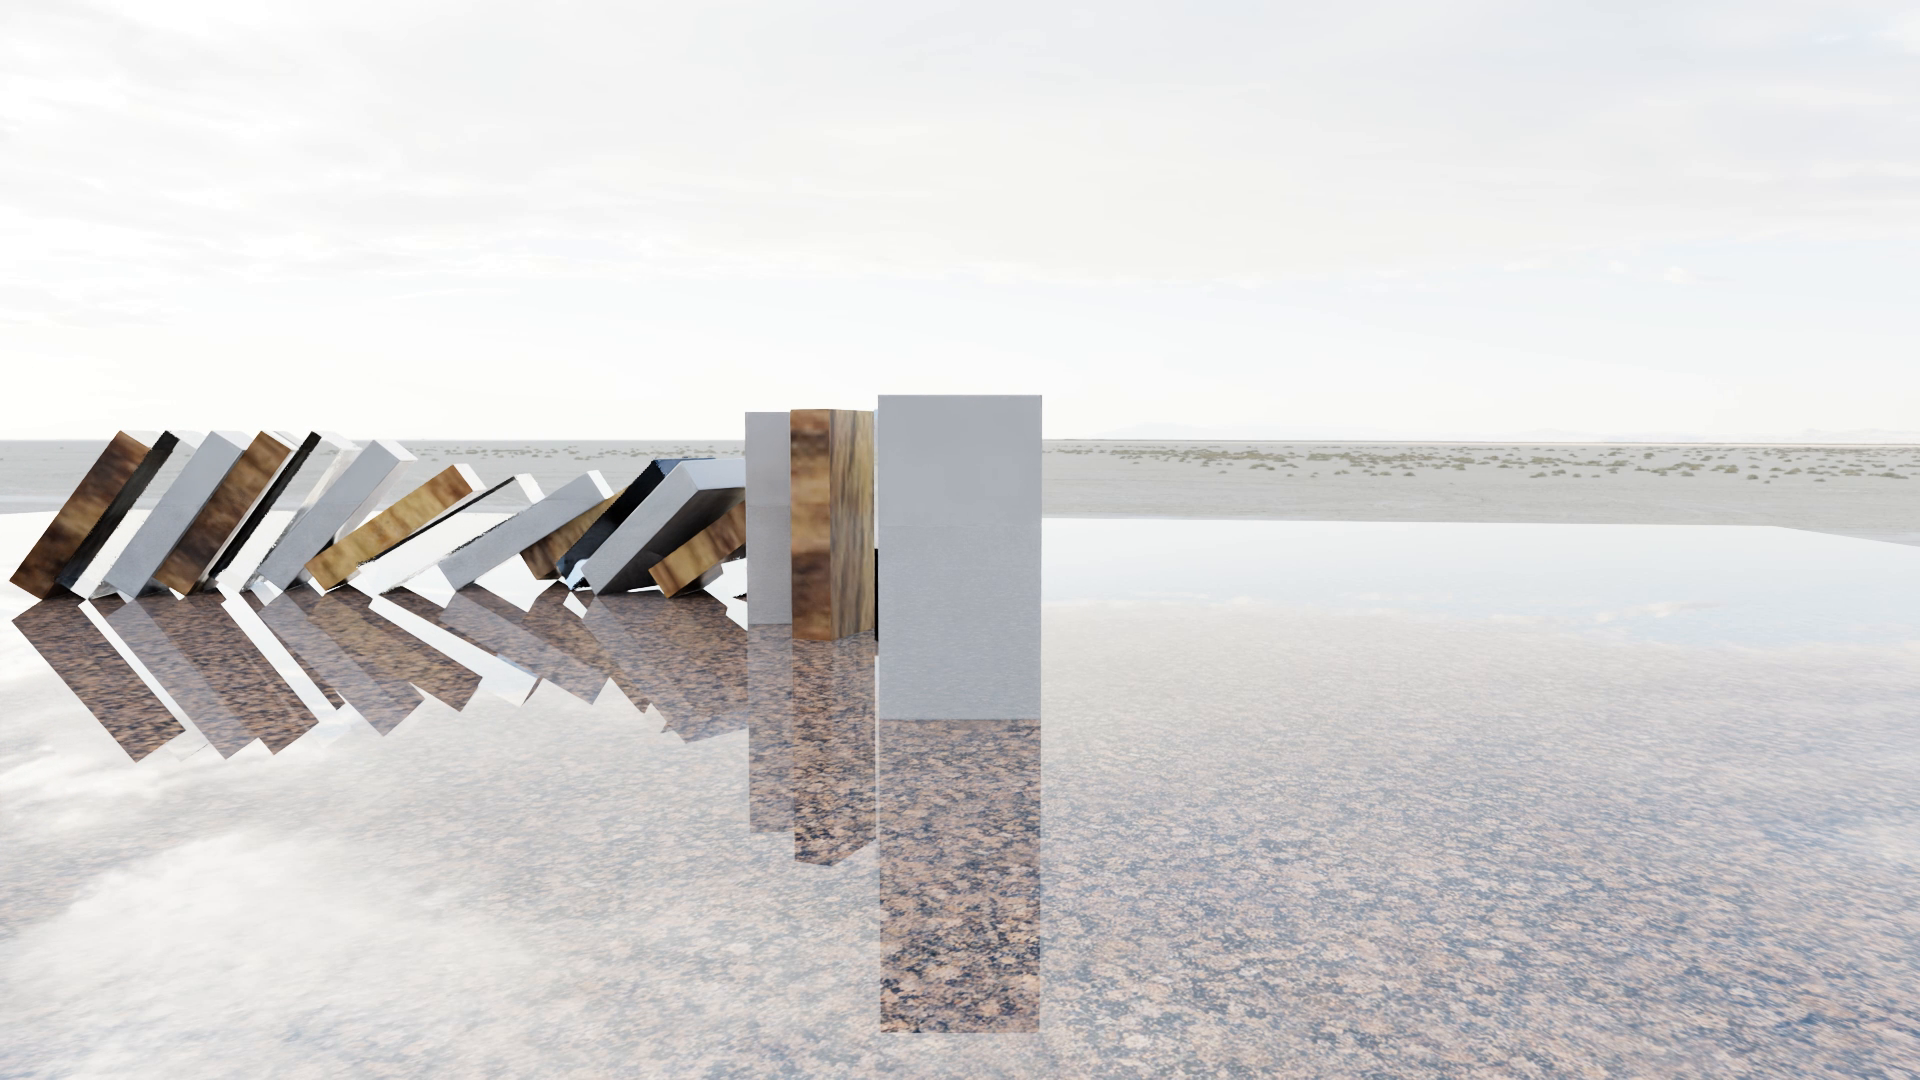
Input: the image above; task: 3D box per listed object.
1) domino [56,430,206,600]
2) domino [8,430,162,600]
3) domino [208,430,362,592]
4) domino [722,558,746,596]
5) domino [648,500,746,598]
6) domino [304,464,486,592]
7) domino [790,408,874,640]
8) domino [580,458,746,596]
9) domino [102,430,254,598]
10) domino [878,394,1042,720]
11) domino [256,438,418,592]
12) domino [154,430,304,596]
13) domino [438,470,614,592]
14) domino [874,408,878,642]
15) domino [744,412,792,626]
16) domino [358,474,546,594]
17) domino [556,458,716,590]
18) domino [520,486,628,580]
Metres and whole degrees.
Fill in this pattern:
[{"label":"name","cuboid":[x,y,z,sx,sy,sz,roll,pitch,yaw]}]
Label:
[{"label":"domino","cuboid":[-0.231,-0.008,0.363,0.010,0.050,0.025,35,-4,-13]},{"label":"domino","cuboid":[-0.242,-0.008,0.362,0.010,0.050,0.025,35,-4,-13]},{"label":"domino","cuboid":[-0.199,-0.009,0.379,0.009,0.050,0.025,35,-4,-13]},{"label":"domino","cuboid":[-0.039,0.004,0.363,0.050,0.009,0.025,-16,1,12]},{"label":"domino","cuboid":[-0.061,-0.003,0.360,0.050,0.010,0.025,-35,-3,12]},{"label":"domino","cuboid":[-0.167,-0.004,0.382,0.050,0.010,0.025,-36,10,-8]},{"label":"domino","cuboid":[-0.028,-0.004,0.289,0.010,0.050,0.025,2,5,22]},{"label":"domino","cuboid":[-0.081,-0.004,0.360,0.050,0.009,0.025,-41,-16,28]},{"label":"domino","cuboid":[-0.219,-0.008,0.365,0.009,0.050,0.025,35,-4,-13]},{"label":"domino","cuboid":[0.000,0.002,0.201,0.025,0.050,0.009,0,4,0]},{"label":"domino","cuboid":[-0.185,-0.008,0.383,0.009,0.050,0.025,41,-5,-12]},{"label":"domino","cuboid":[-0.209,-0.008,0.371,0.009,0.050,0.025,35,-4,-13]},{"label":"domino","cuboid":[-0.129,-0.003,0.384,0.050,0.010,0.025,-32,8,-5]},{"label":"domino","cuboid":[-0.005,-0.003,0.279,0.025,0.050,0.009,-3,5,-35]},{"label":"domino","cuboid":[-0.038,-0.005,0.306,0.025,0.050,0.009,-1,4,-8]},{"label":"domino","cuboid":[-0.148,-0.002,0.376,0.050,0.010,0.025,-31,8,-5]},{"label":"domino","cuboid":[-0.092,-0.005,0.372,0.050,0.010,0.025,-40,-15,27]},{"label":"domino","cuboid":[-0.107,-0.005,0.391,0.050,0.010,0.025,-32,1,-4]}]
